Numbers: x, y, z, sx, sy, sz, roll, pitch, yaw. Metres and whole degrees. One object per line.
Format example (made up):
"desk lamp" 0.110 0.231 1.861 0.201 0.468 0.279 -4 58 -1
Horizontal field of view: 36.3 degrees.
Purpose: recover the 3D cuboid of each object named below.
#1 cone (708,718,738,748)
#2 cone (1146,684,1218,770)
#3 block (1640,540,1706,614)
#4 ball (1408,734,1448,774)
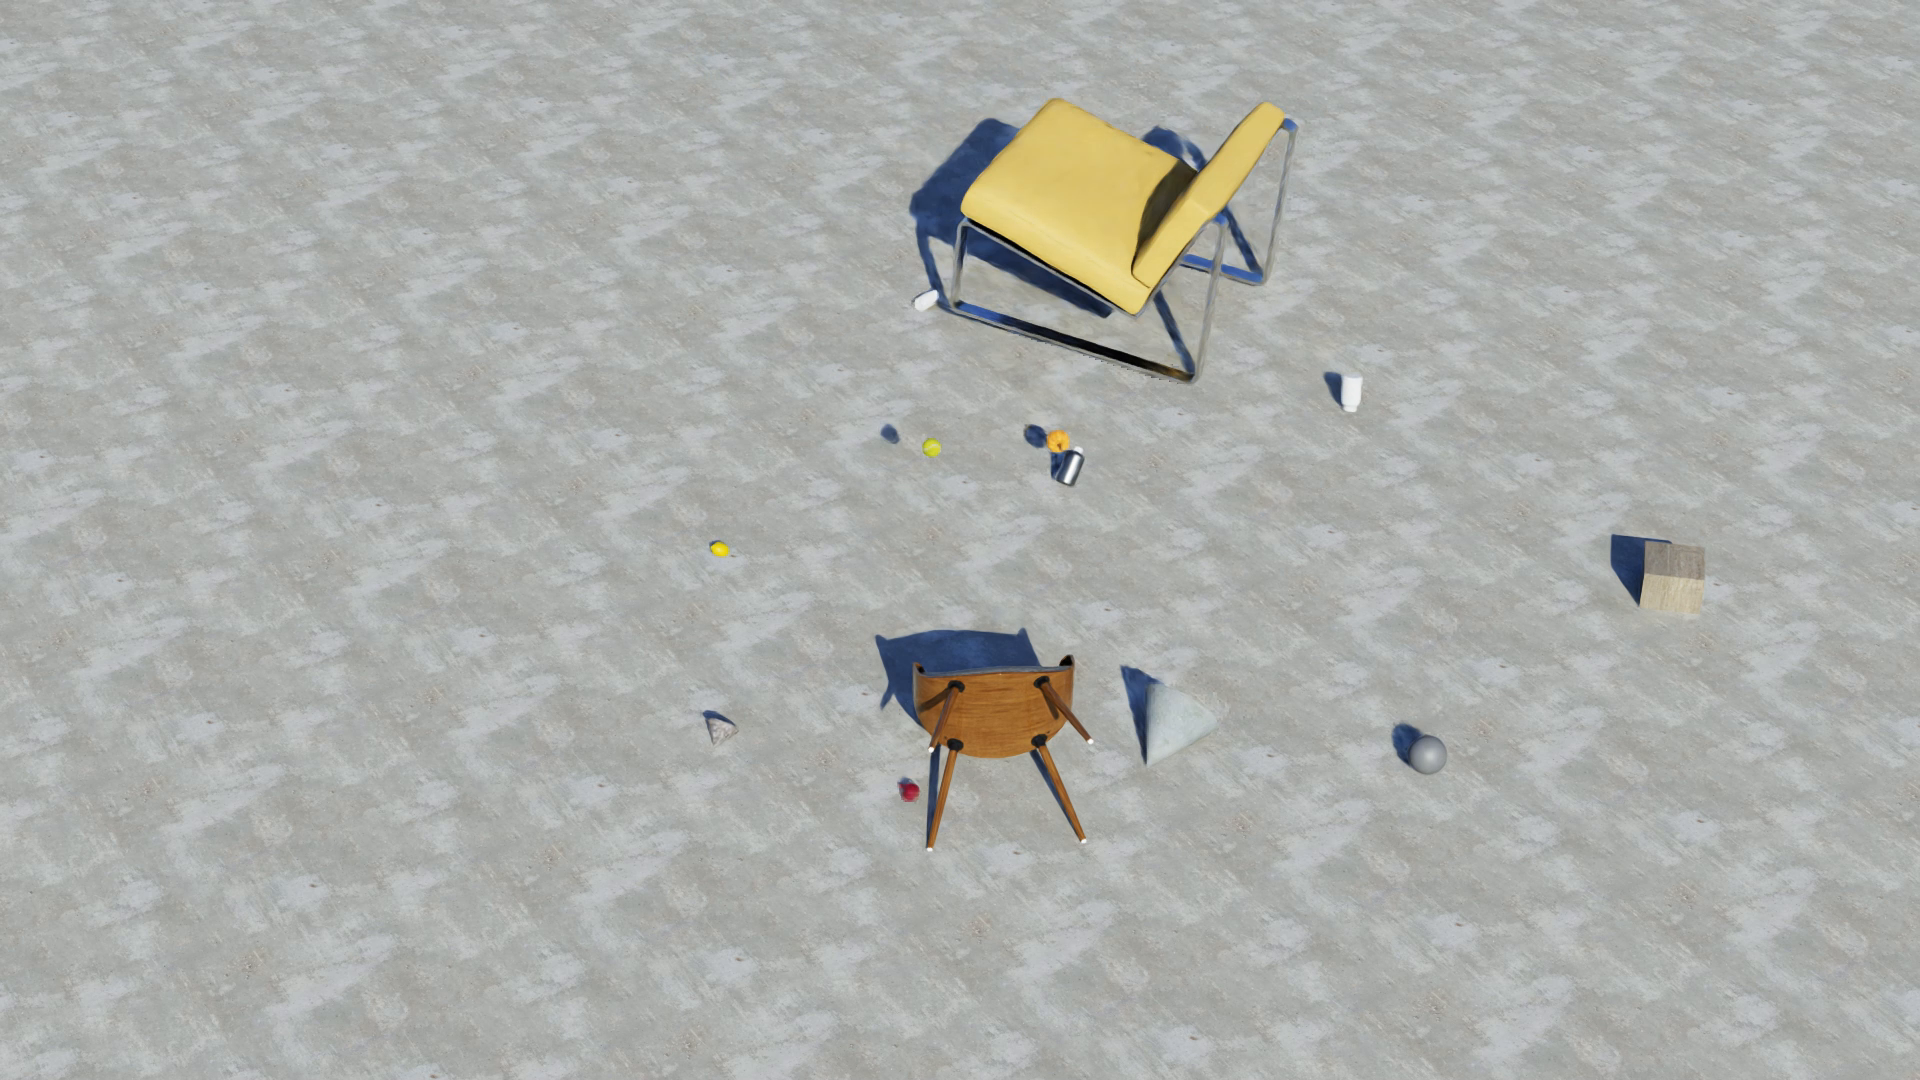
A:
"cone" -0.815 0.665 9.890 0.112 0.121 0.087 20 71 1
"cone" 0.684 0.666 9.822 0.283 0.277 0.253 0 53 57
"block" 2.576 0.135 10.605 0.213 0.148 0.219 6 34 10
"ball" 1.554 0.713 9.743 0.131 0.131 0.131 0 33 0
